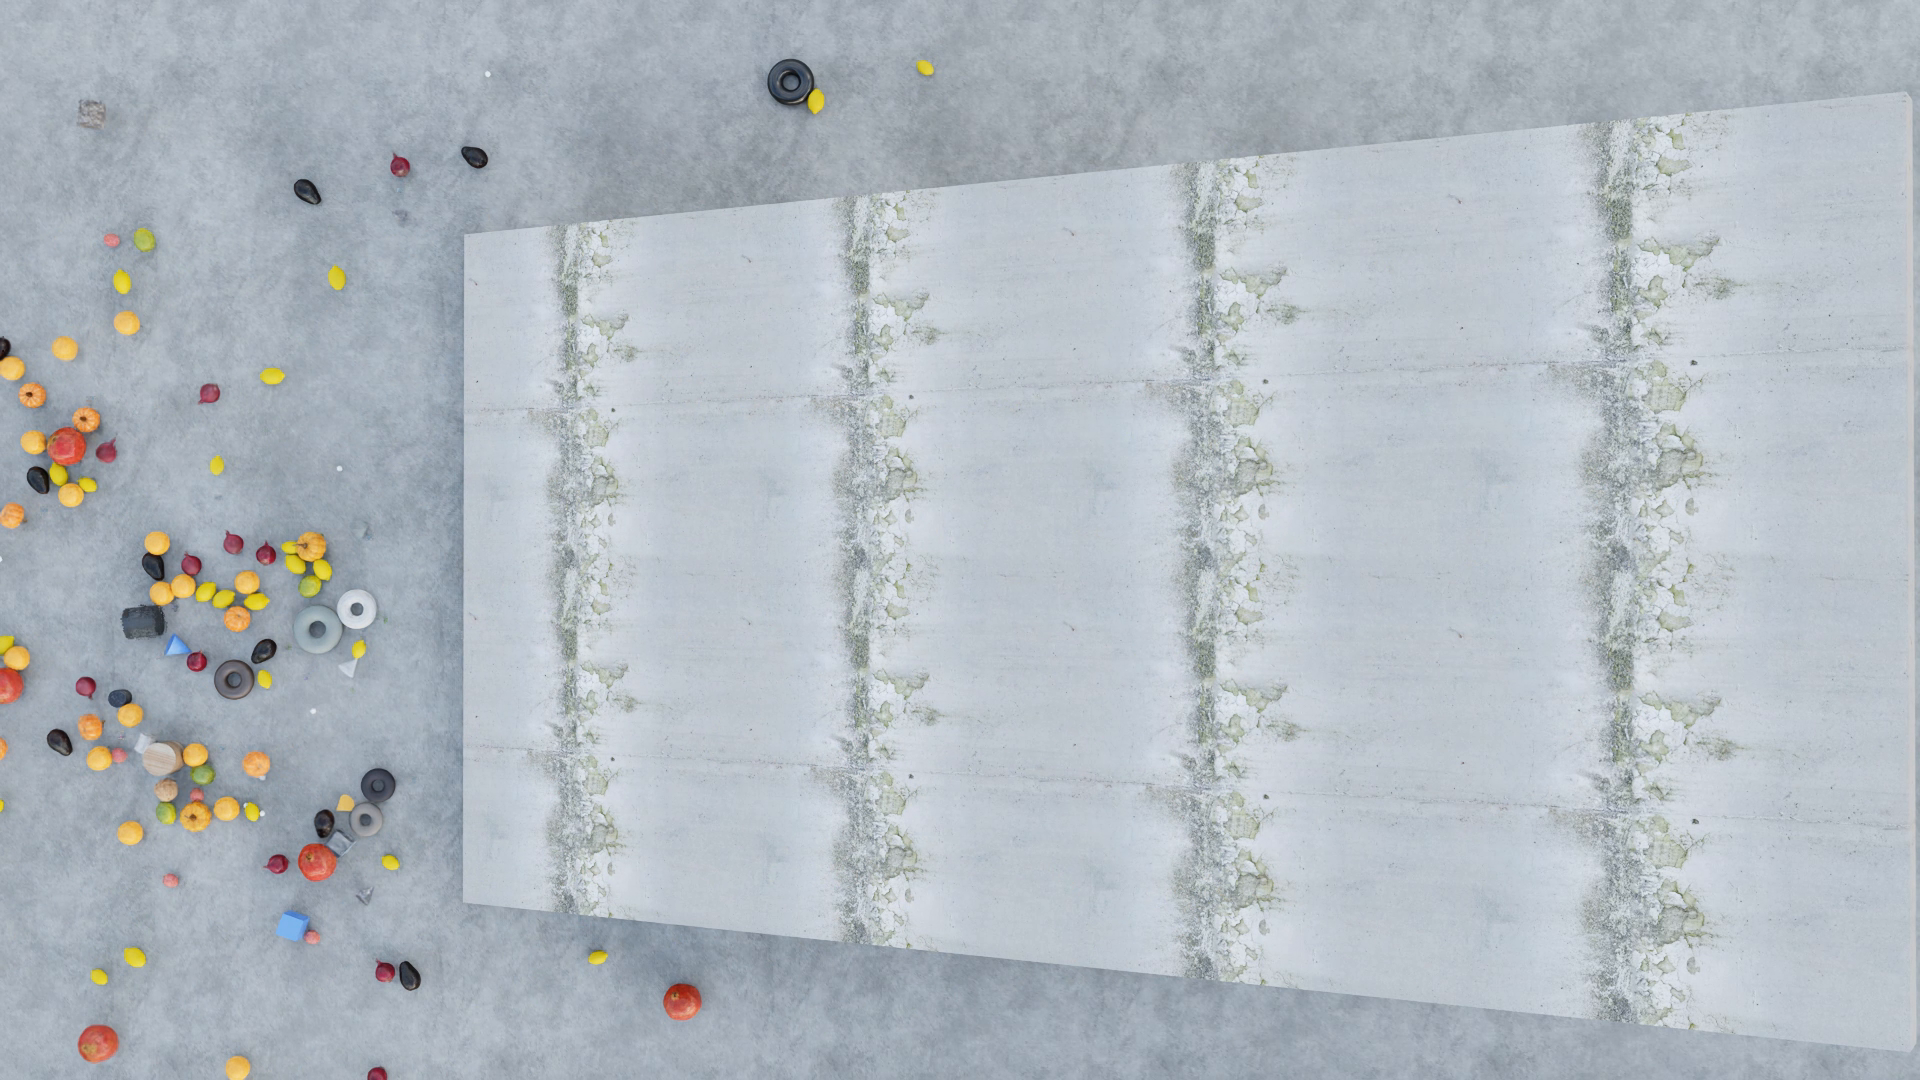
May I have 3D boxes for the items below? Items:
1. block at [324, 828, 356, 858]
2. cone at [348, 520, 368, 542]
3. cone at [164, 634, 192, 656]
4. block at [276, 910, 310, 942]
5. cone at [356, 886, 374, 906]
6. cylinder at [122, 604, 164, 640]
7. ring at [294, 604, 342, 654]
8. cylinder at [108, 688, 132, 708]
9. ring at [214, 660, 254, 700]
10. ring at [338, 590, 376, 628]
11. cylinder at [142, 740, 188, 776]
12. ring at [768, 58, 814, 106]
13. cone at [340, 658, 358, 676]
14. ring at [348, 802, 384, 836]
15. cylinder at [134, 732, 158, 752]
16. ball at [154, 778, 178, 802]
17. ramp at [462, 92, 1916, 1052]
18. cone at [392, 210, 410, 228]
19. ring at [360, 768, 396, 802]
[{"bbox_3d":[-1.870,0.914,6.633,0.061,0.061,0.061,40,90,0],"label":"block"},{"bbox_3d":[-1.820,-0.019,6.659,0.059,0.059,0.059,6,116,0],"label":"cone"},{"bbox_3d":[-2.356,0.328,6.653,0.071,0.071,0.071,25,89,-26],"label":"cone"},{"bbox_3d":[-2.011,1.162,6.628,0.066,0.066,0.066,21,89,0],"label":"block"},{"bbox_3d":[-1.790,1.068,6.650,0.054,0.054,0.054,39,63,0],"label":"cone"},{"bbox_3d":[-2.460,0.247,6.623,0.094,0.094,0.094,-6,89,0],"label":"cylinder"},{"bbox_3d":[-1.940,0.269,6.645,0.149,0.050,0.149,0,89,-1],"label":"ring"},{"bbox_3d":[-2.536,0.478,6.641,0.053,0.053,0.053,0,89,0],"label":"cylinder"},{"bbox_3d":[-2.194,0.422,6.648,0.122,0.041,0.122,0,88,1],"label":"ring"},{"bbox_3d":[-1.824,0.209,6.650,0.121,0.040,0.121,0,91,-1],"label":"ring"},{"bbox_3d":[-2.391,0.656,6.616,0.099,0.099,0.099,0,89,0],"label":"cylinder"},{"bbox_3d":[-0.512,-1.387,6.662,0.143,0.048,0.143,0,89,-1],"label":"ring"},{"bbox_3d":[-1.841,0.377,6.656,0.054,0.054,0.054,37,63,0],"label":"cone"},{"bbox_3d":[-1.796,0.845,6.647,0.104,0.035,0.104,0,88,1],"label":"ring"},{"bbox_3d":[-2.457,0.615,6.640,0.052,0.052,0.052,31,74,0],"label":"cylinder"},{"bbox_3d":[-2.392,0.753,6.630,0.069,0.069,0.069,0,89,0],"label":"ball"},{"bbox_3d":[0.269,0.074,5.625,4.000,0.100,2.000,0,89,30],"label":"ramp"},{"bbox_3d":[-1.693,-0.970,6.670,0.051,0.051,0.051,-1,116,0],"label":"cone"},{"bbox_3d":[-1.759,0.742,6.648,0.104,0.035,0.104,0,89,-1],"label":"ring"}]
